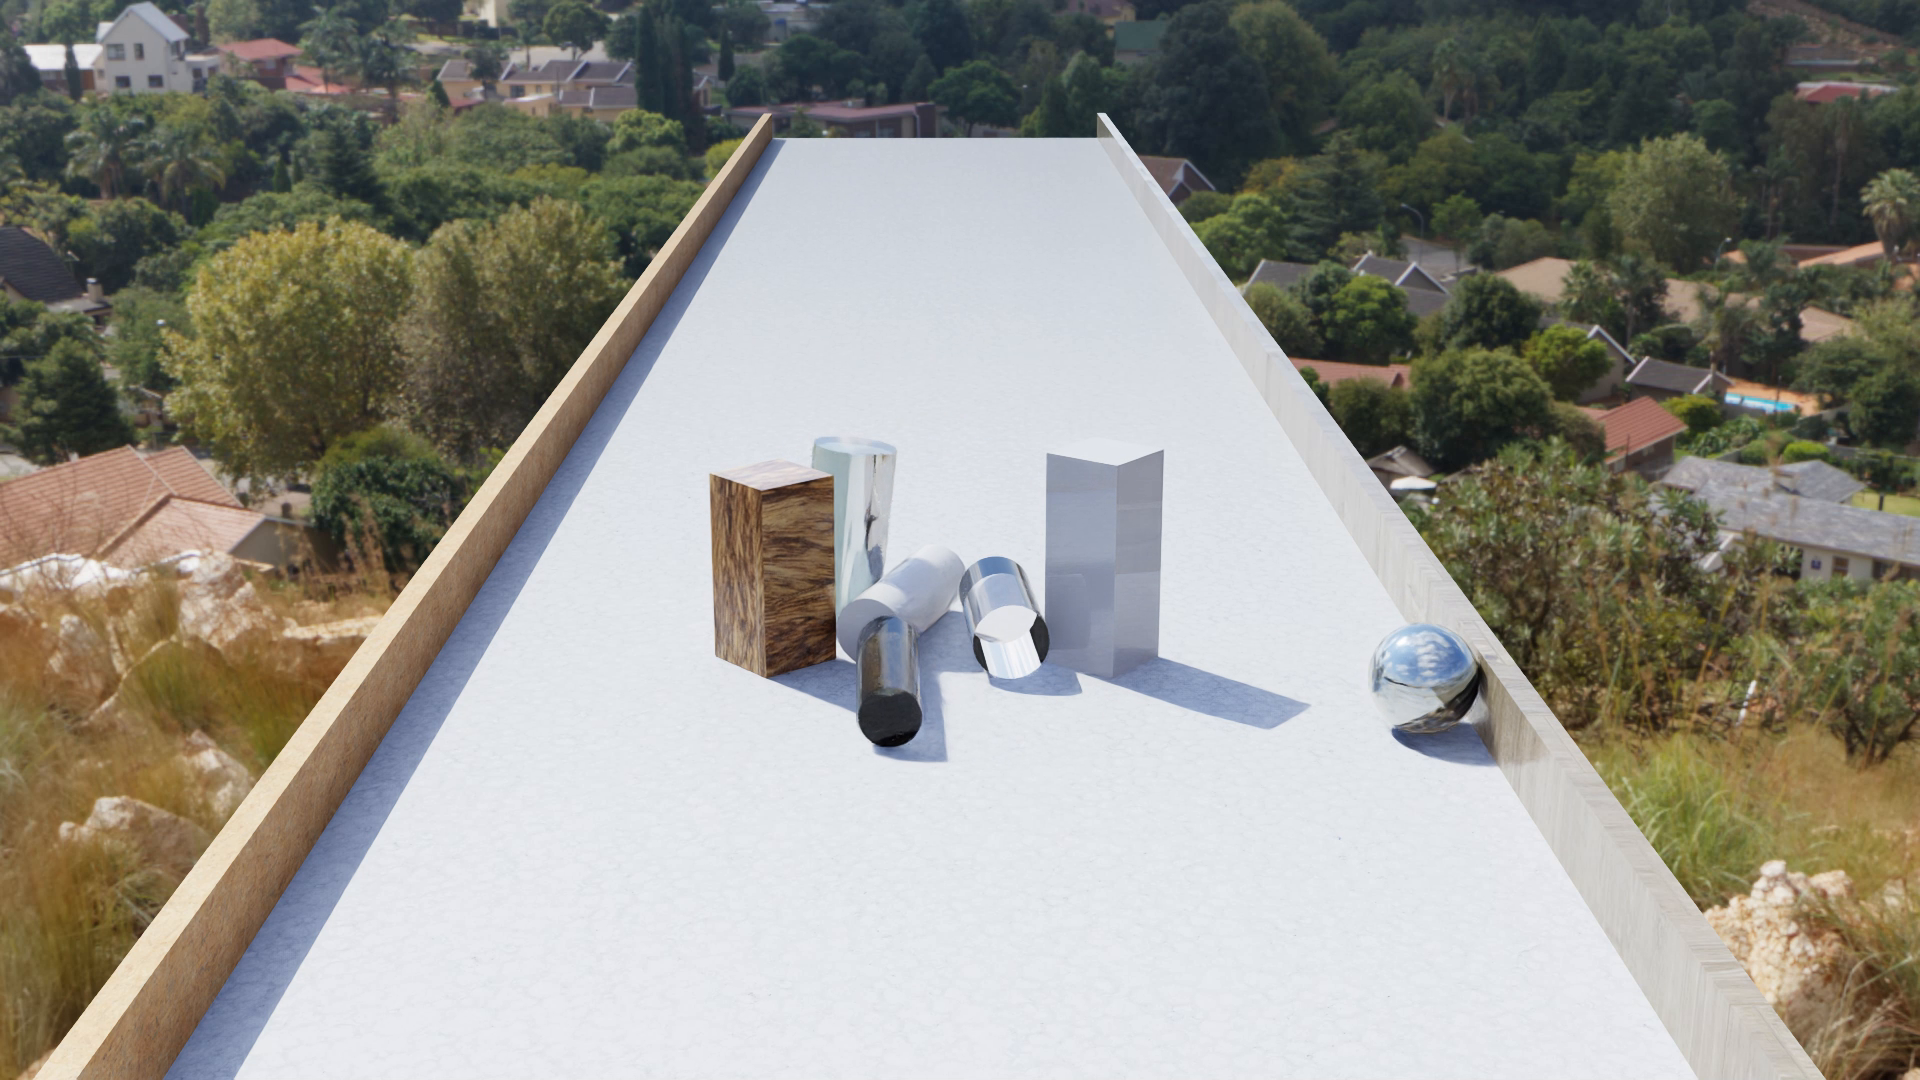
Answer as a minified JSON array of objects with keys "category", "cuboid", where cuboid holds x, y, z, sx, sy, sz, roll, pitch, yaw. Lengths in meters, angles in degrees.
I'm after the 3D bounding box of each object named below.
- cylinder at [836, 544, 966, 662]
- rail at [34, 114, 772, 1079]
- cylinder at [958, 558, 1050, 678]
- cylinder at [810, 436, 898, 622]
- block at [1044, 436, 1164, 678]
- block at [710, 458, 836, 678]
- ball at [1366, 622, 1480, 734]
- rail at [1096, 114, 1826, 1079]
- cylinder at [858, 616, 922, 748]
[{"category":"cylinder","cuboid":[-0.115,0.131,4.535,0.143,0.143,0.395,6,17,18]},{"category":"rail","cuboid":[-1.118,-0.838,7.780,0.050,0.150,12.000,0,17,-1]},{"category":"cylinder","cuboid":[0.087,0.153,4.448,0.152,0.152,0.328,-1,16,-5]},{"category":"cylinder","cuboid":[-0.238,-0.016,4.595,0.175,0.372,0.175,6,14,-2]},{"category":"block","cuboid":[0.285,0.032,4.363,0.165,0.431,0.165,12,21,36]},{"category":"block","cuboid":[-0.371,0.054,4.376,0.174,0.382,0.174,-14,21,-39]},{"category":"ball","cuboid":[0.847,0.252,4.024,0.202,0.202,0.202,0,17,0]},{"category":"rail","cuboid":[0.932,-0.844,7.801,0.050,0.150,12.000,0,17,-1]},{"category":"cylinder","cuboid":[-0.134,0.262,4.144,0.116,0.116,0.401,-1,17,-2]}]
